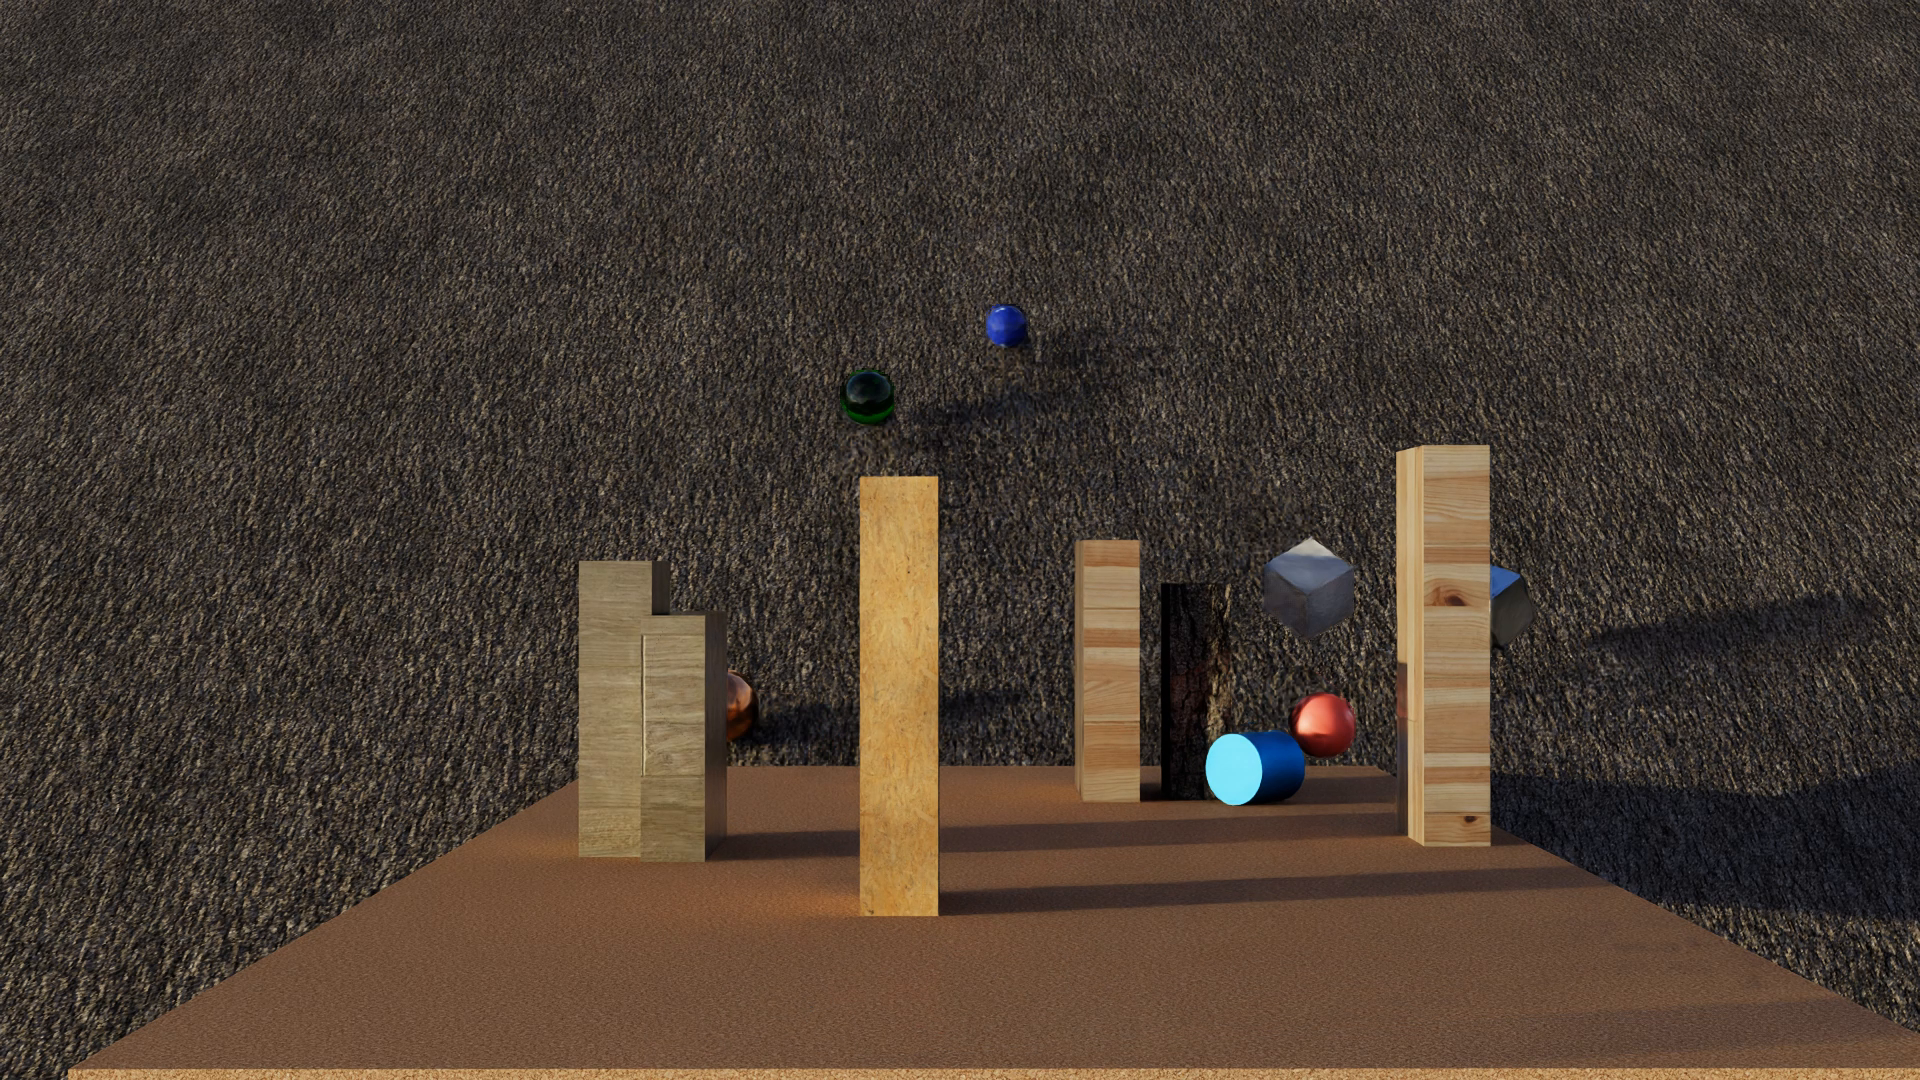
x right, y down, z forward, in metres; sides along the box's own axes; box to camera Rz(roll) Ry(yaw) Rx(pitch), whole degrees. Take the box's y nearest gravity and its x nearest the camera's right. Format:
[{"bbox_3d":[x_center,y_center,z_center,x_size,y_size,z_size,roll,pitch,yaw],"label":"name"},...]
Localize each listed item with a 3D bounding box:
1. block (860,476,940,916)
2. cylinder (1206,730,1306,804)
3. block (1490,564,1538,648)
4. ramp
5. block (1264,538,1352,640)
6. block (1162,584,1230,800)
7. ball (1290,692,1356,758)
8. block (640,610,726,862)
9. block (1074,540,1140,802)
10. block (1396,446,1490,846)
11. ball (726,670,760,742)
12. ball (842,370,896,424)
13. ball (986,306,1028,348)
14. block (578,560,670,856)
[{"bbox_3d":[-0.091,0.234,3.991,0.117,0.656,0.249,0,0,0],"label":"block"},{"bbox_3d":[0.648,0.499,5.679,0.155,0.155,0.155,0,23,-46],"label":"cylinder"},{"bbox_3d":[1.474,0.181,7.176,0.151,0.151,0.151,-35,29,-20],"label":"block"},{"bbox_3d":[0.070,0.618,4.697,2.000,0.100,4.000,0,0,0],"label":"ramp"},{"bbox_3d":[0.805,0.114,5.989,0.142,0.142,0.142,-28,45,-24],"label":"block"},{"bbox_3d":[0.533,0.338,5.866,0.135,0.479,0.245,0,0,0],"label":"block"},{"bbox_3d":[0.816,0.418,5.837,0.147,0.147,0.147,0,31,0],"label":"ball"},{"bbox_3d":[-0.506,0.352,4.777,0.114,0.434,0.429,0,0,0],"label":"block"},{"bbox_3d":[0.333,0.290,5.917,0.123,0.576,0.448,0,0,0],"label":"block"},{"bbox_3d":[0.923,0.198,4.958,0.123,0.744,0.296,0,0,0],"label":"block"},{"bbox_3d":[-0.632,0.444,6.908,0.192,0.192,0.192,0,31,0],"label":"ball"},{"bbox_3d":[-0.298,-0.462,8.411,0.175,0.175,0.175,0,31,0],"label":"ball"},{"bbox_3d":[0.160,-0.733,8.885,0.144,0.144,0.144,0,31,0],"label":"ball"},{"bbox_3d":[-0.618,0.304,4.788,0.130,0.530,0.293,0,0,0],"label":"block"}]
